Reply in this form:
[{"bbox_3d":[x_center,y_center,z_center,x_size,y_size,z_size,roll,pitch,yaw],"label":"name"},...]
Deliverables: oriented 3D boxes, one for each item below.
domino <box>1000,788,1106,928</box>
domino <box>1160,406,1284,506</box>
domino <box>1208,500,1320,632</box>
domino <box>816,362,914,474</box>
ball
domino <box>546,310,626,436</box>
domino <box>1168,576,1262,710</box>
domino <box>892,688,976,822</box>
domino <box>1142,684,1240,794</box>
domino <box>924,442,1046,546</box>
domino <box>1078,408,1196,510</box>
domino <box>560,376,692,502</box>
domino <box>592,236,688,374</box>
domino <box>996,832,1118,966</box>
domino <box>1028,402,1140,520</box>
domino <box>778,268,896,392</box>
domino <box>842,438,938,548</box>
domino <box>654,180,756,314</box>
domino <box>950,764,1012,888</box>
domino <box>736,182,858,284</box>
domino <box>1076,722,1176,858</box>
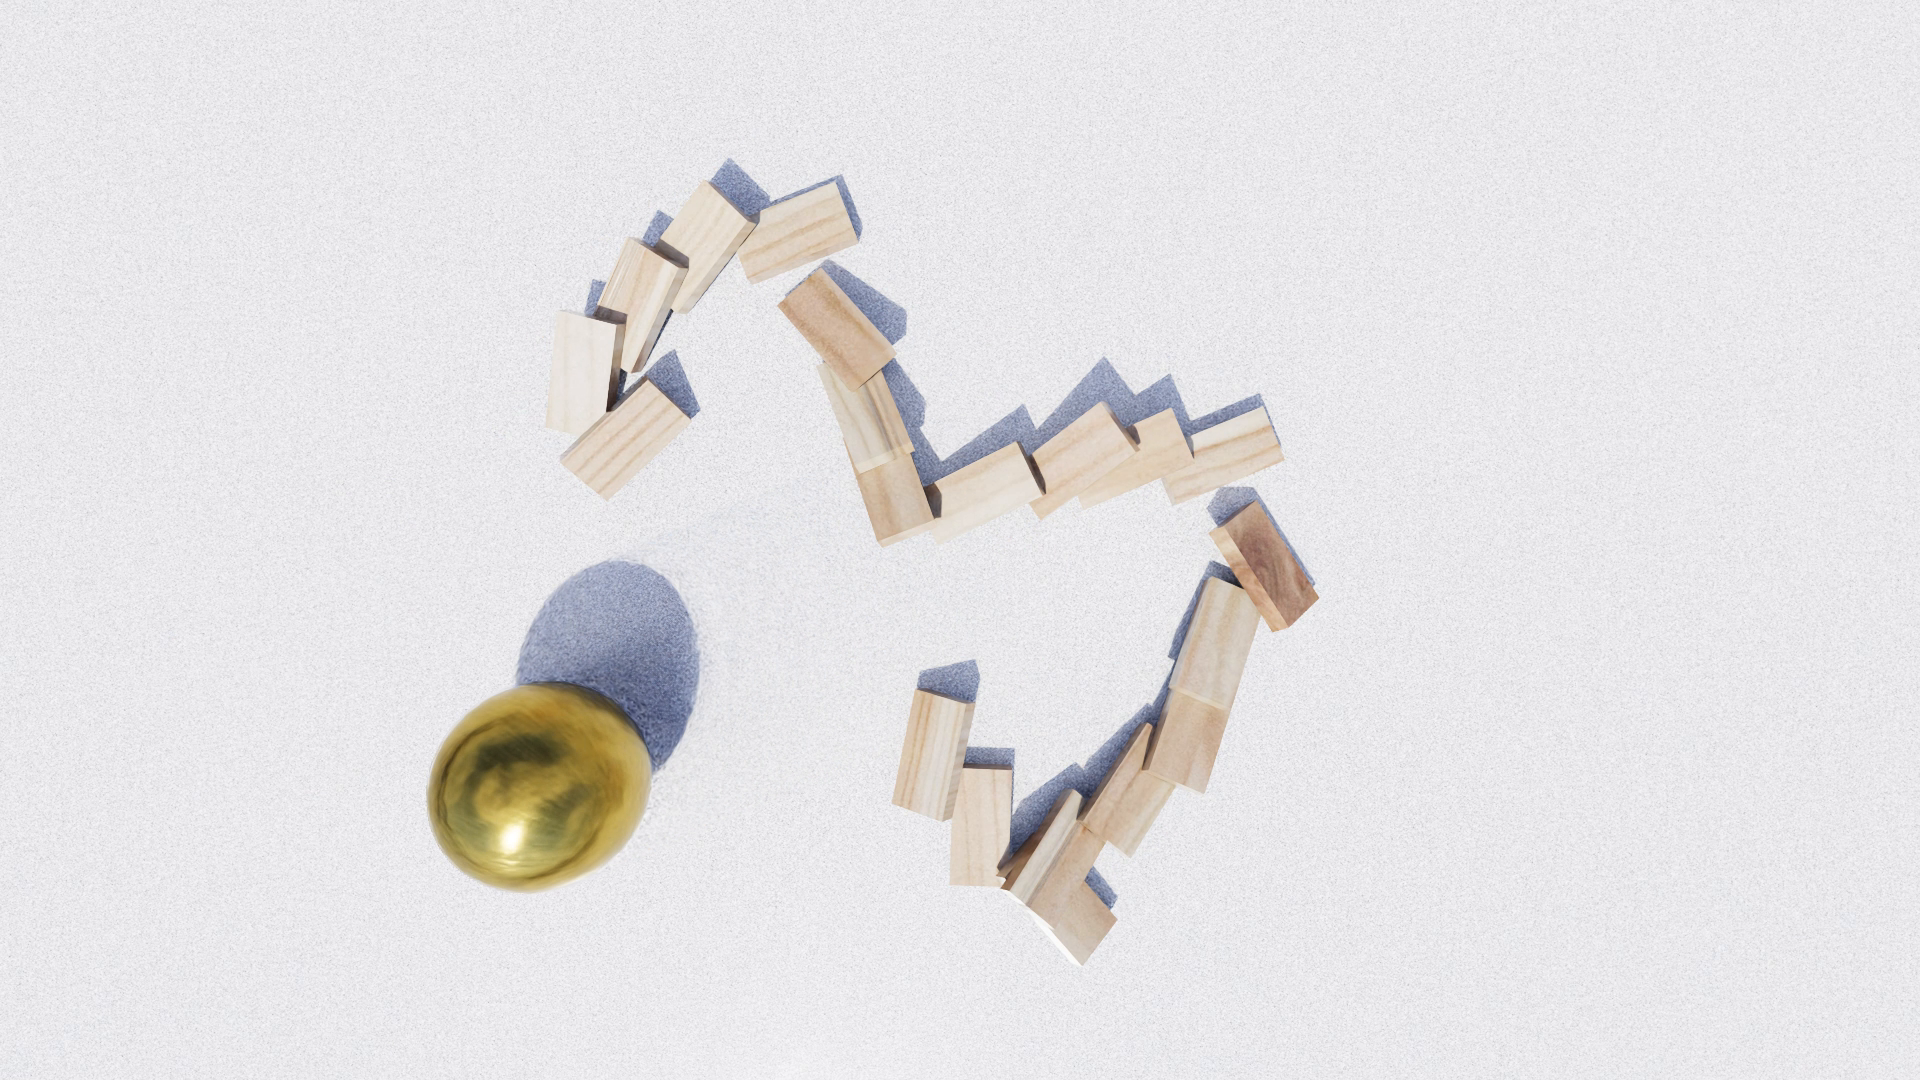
[{"bbox_3d":[0.042,0.133,0.384,0.025,0.010,0.050,42,65,-6],"label":"domino"},{"bbox_3d":[0.111,-0.036,0.395,0.050,0.010,0.025,-22,90,0],"label":"domino"},{"bbox_3d":[0.129,0.011,0.389,0.025,0.010,0.050,-33,90,-32],"label":"domino"},{"bbox_3d":[-0.040,-0.056,0.388,0.025,0.010,0.050,-23,72,0],"label":"domino"},{"bbox_3d":[-0.163,0.096,0.360,0.080,0.080,0.080,0,90,0],"label":"ball"},{"bbox_3d":[-0.159,-0.069,0.388,0.025,0.010,0.050,14,107,0],"label":"domino"},{"bbox_3d":[0.109,0.044,0.389,0.025,0.009,0.050,23,75,0],"label":"domino"},{"bbox_3d":[-0.011,0.091,0.390,0.025,0.010,0.050,12,90,27],"label":"domino"},{"bbox_3d":[0.098,0.079,0.388,0.025,0.009,0.050,23,73,0],"label":"domino"},{"bbox_3d":[0.008,-0.020,0.389,0.050,0.010,0.025,-25,90,16],"label":"domino"},{"bbox_3d":[0.071,-0.034,0.389,0.050,0.009,0.025,-23,90,15],"label":"domino"},{"bbox_3d":[-0.142,-0.043,0.389,0.050,0.010,0.025,-43,122,0],"label":"domino"},{"bbox_3d":[-0.138,-0.099,0.388,0.025,0.010,0.050,32,107,0],"label":"domino"},{"bbox_3d":[0.041,0.152,0.389,0.025,0.010,0.050,-42,93,-25],"label":"domino"},{"bbox_3d":[0.047,-0.033,0.384,0.050,0.009,0.025,-36,84,25],"label":"domino"},{"bbox_3d":[-0.052,-0.089,0.388,0.025,0.010,0.050,-41,73,0],"label":"domino"},{"bbox_3d":[-0.030,-0.025,0.387,0.025,0.010,0.050,-21,71,2],"label":"domino"},{"bbox_3d":[-0.112,-0.124,0.389,0.025,0.010,0.050,44,106,0],"label":"domino"},{"bbox_3d":[0.009,0.123,0.395,0.025,0.010,0.050,2,90,0],"label":"domino"},{"bbox_3d":[-0.072,-0.132,0.395,0.050,0.010,0.025,-21,90,0],"label":"domino"},{"bbox_3d":[0.074,0.105,0.388,0.025,0.010,0.050,38,73,0],"label":"domino"}]
